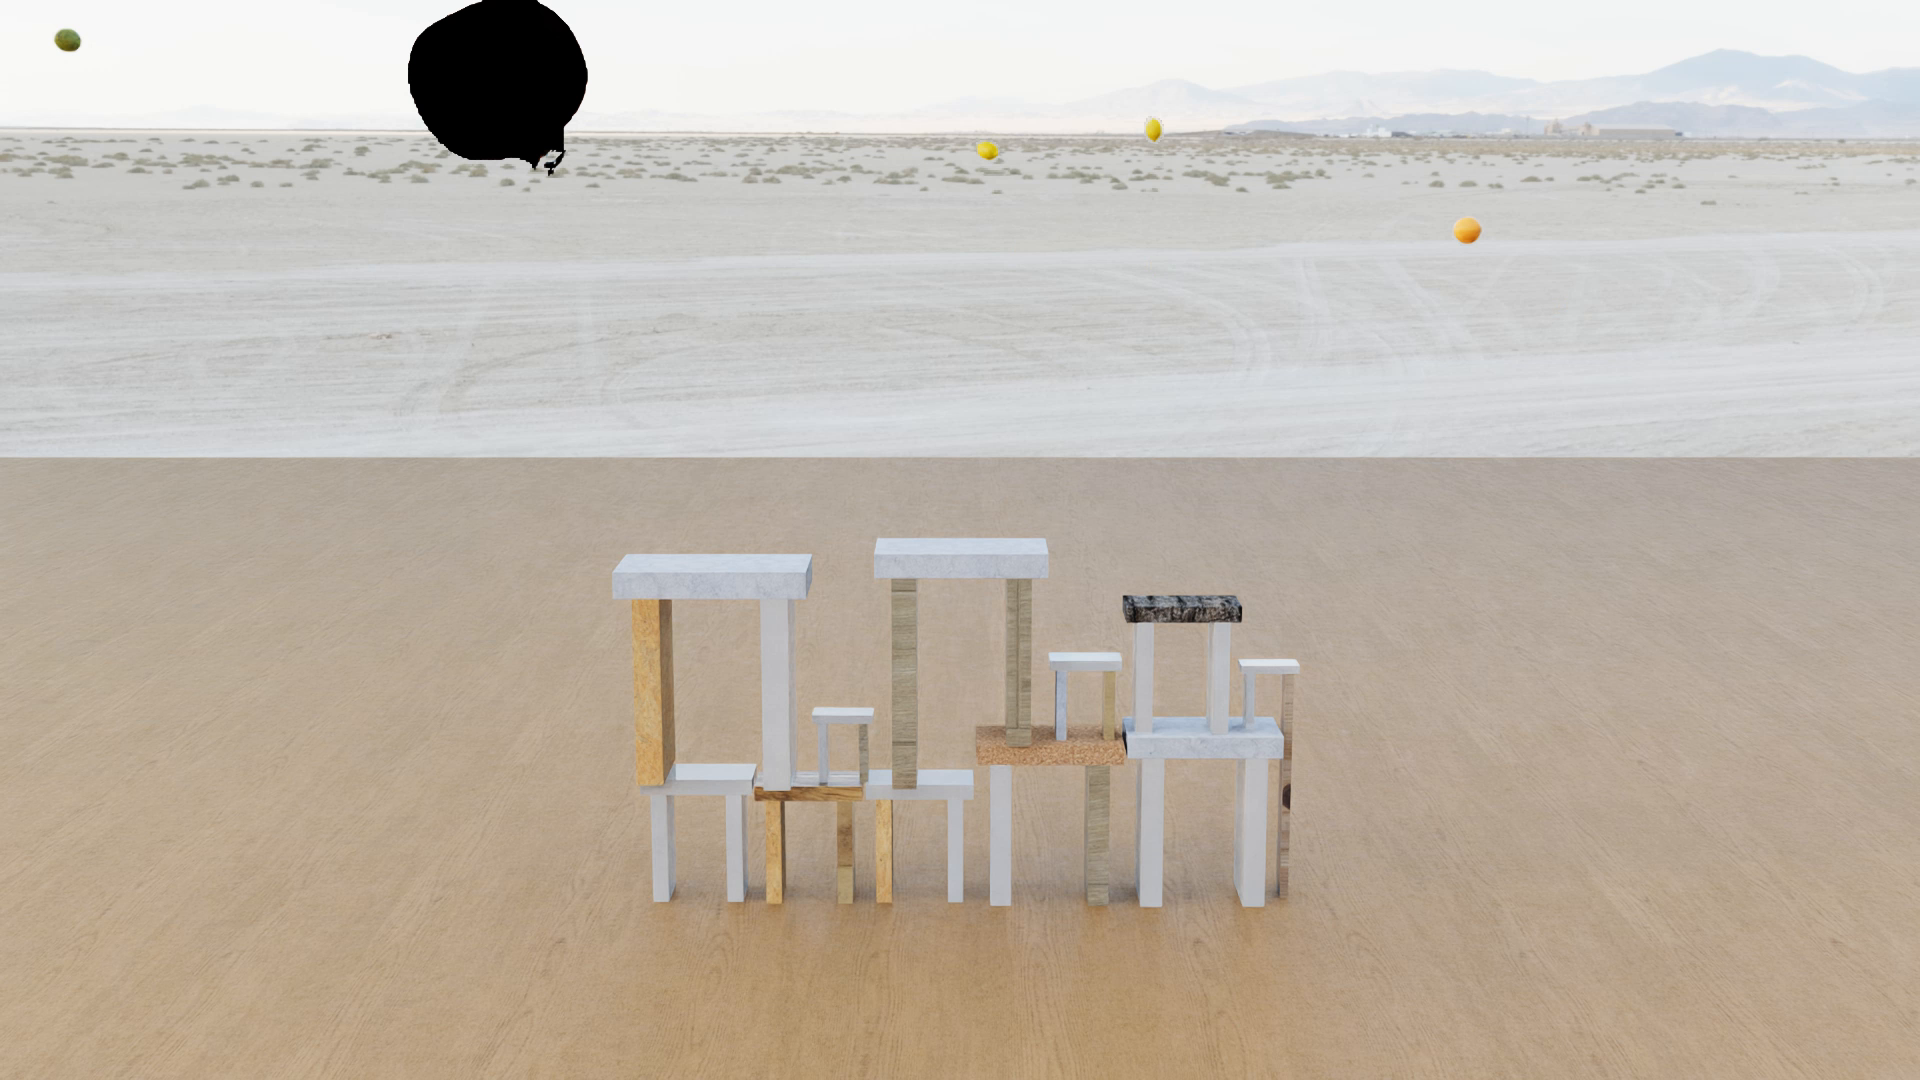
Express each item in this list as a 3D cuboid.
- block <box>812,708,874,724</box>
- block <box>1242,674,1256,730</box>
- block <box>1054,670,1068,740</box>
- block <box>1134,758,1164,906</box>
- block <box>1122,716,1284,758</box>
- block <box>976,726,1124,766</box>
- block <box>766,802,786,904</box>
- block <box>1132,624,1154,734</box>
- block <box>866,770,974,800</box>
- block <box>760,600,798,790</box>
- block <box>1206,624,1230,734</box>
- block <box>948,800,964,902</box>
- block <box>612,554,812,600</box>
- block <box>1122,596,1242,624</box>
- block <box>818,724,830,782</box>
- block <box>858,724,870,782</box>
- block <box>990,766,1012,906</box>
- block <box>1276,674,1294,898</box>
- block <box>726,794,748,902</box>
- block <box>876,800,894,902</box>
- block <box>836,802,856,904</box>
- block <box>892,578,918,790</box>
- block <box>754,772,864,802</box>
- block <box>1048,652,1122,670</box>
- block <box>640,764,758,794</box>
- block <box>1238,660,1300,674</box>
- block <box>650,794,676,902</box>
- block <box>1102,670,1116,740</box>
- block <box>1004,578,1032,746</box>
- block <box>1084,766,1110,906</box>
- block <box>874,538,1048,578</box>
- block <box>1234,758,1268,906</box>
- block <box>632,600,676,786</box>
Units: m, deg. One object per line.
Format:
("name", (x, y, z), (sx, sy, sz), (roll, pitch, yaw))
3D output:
("block", (-0.191, 0.288, 3.610), (0.099, 0.014, 0.049), (0, 11, 1))
("block", (0.474, 0.260, 3.611), (0.013, 0.095, 0.047), (0, 11, 0))
("block", (0.165, 0.264, 3.605), (0.017, 0.117, 0.059), (0, 11, 0))
("block", (0.313, 0.466, 3.645), (0.036, 0.252, 0.126), (0, 11, 0))
("block", (0.397, 0.325, 3.618), (0.252, 0.036, 0.126), (0, 11, 0))
("block", (0.147, 0.338, 3.622), (0.239, 0.034, 0.120), (0, 11, 0))
("block", (-0.306, 0.505, 3.649), (0.025, 0.176, 0.088), (0, 11, 0))
("block", (0.299, 0.216, 3.598), (0.026, 0.185, 0.093), (0, 11, 0))
("block", (-0.066, 0.404, 3.636), (0.176, 0.025, 0.088), (0, 11, 0))
("block", (-0.297, 0.236, 3.609), (0.044, 0.317, 0.154), (0, 11, 0))
("block", (0.423, 0.216, 3.598), (0.026, 0.185, 0.093), (0, 11, 0))
("block", (-0.007, 0.503, 3.654), (0.025, 0.176, 0.088), (0, 11, 0))
("block", (-0.399, 0.059, 3.576), (0.308, 0.044, 0.154), (0, 11, 0))
("block", (0.361, 0.112, 3.579), (0.185, 0.026, 0.093), (0, 11, 0))
("block", (-0.224, 0.344, 3.621), (0.014, 0.100, 0.049), (0, 10, 1))
("block", (-0.158, 0.344, 3.620), (0.014, 0.099, 0.050), (-1, 11, 0))
("block", (0.067, 0.472, 3.647), (0.034, 0.239, 0.120), (0, 11, 0))
("block", (0.537, 0.402, 3.637), (0.013, 0.382, 0.047), (0, 11, 0))
("block", (-0.370, 0.499, 3.657), (0.026, 0.184, 0.092), (0, 11, 0))
("block", (-0.125, 0.503, 3.654), (0.025, 0.176, 0.088), (0, 11, 0))
("block", (-0.189, 0.505, 3.649), (0.025, 0.176, 0.088), (0, 11, 0))
("block", (-0.090, 0.220, 3.602), (0.039, 0.349, 0.139), (0, 11, 0))
("block", (-0.247, 0.406, 3.630), (0.175, 0.025, 0.088), (0, 11, 0))
("block", (0.204, 0.199, 3.593), (0.117, 0.017, 0.059), (0, 11, 0))
("block", (-0.432, 0.396, 3.638), (0.184, 0.026, 0.092), (0, 11, 0))
("block", (0.506, 0.207, 3.601), (0.095, 0.013, 0.047), (0, 11, 0))
("block", (-0.493, 0.499, 3.657), (0.026, 0.184, 0.092), (0, 11, 0))
("block", (0.243, 0.264, 3.605), (0.017, 0.117, 0.059), (0, 11, 0))
("block", (0.095, 0.185, 3.595), (0.039, 0.277, 0.139), (0, 11, 0))
("block", (0.227, 0.472, 3.647), (0.034, 0.239, 0.120), (0, 11, 0))
("block", (0.002, 0.029, 3.566), (0.277, 0.039, 0.139), (0, 11, 0))
("block", (0.481, 0.466, 3.645), (0.036, 0.252, 0.126), (0, 11, 0))
("block", (-0.502, 0.232, 3.608), (0.044, 0.308, 0.154), (0, 11, 0))
